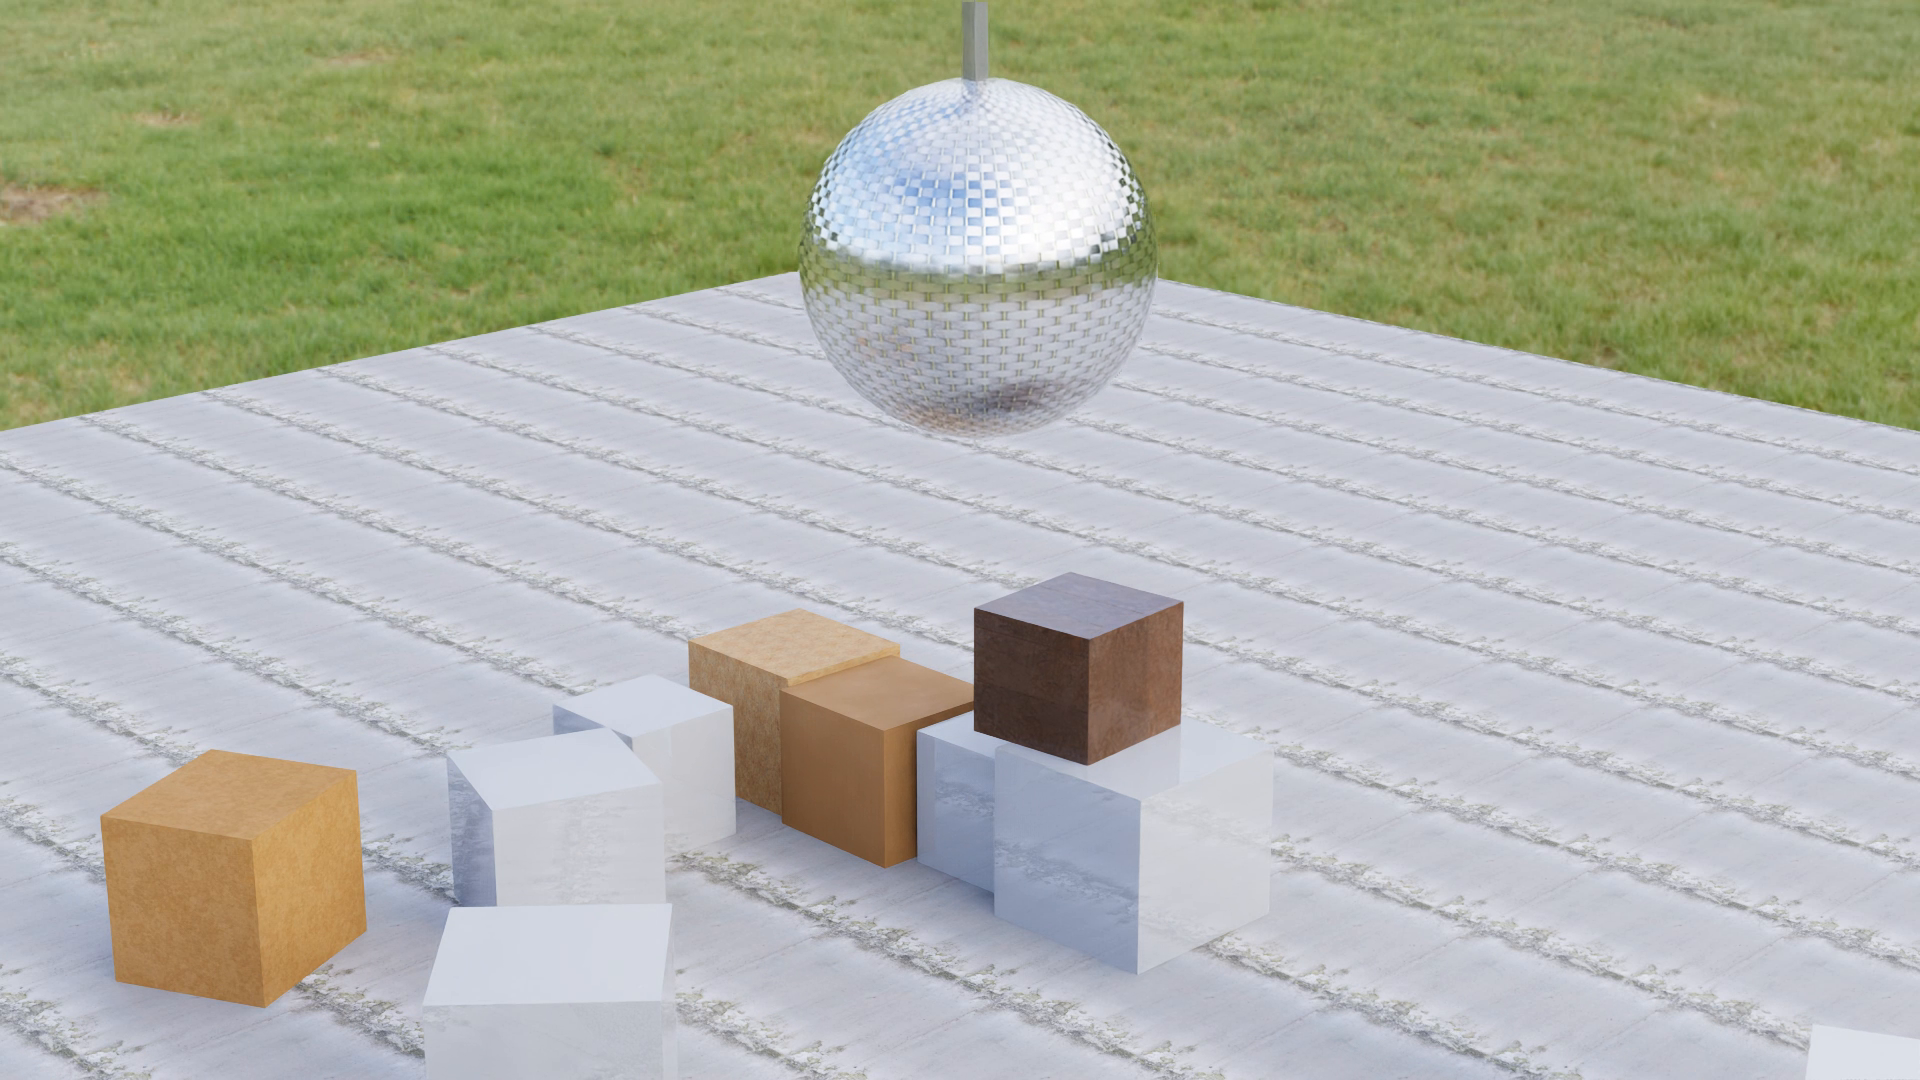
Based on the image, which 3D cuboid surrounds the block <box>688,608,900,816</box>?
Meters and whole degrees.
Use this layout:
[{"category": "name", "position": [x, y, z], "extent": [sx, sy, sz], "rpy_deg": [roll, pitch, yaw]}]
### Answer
[{"category": "block", "position": [-0.813, 0.844, 14.459], "extent": [0.717, 0.720, 0.758], "rpy_deg": [-16, 23, -41]}]

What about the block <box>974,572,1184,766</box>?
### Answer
[{"category": "block", "position": [0.523, 0.557, 12.948], "extent": [0.644, 0.576, 0.669], "rpy_deg": [14, 23, 39]}]

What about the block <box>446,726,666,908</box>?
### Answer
[{"category": "block", "position": [-1.789, 1.326, 12.978], "extent": [0.757, 0.688, 0.737], "rpy_deg": [-8, 19, -23]}]

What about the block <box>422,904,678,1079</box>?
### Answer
[{"category": "block", "position": [-1.494, 1.911, 10.864], "extent": [0.838, 0.839, 0.825], "rpy_deg": [-1, 17, -2]}]

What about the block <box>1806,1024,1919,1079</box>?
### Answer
[{"category": "block", "position": [3.384, 2.126, 10.878], "extent": [0.486, 0.421, 0.478], "rpy_deg": [6, 18, 18]}]

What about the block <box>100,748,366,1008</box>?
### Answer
[{"category": "block", "position": [-3.089, 1.431, 12.532], "extent": [0.733, 0.756, 0.807], "rpy_deg": [6, 19, 19]}]

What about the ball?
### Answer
[{"category": "ball", "position": [0.078, -1.250, 13.030], "extent": [1.600, 1.600, 1.600], "rpy_deg": [0, 17, 0]}]

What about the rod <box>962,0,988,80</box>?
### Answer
[{"category": "rod", "position": [0.034, -4.480, 11.969], "extent": [0.080, 5.200, 0.080], "rpy_deg": [17, 25, 42]}]

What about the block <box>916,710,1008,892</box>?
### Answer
[{"category": "block", "position": [0.246, 1.188, 13.480], "extent": [0.661, 0.650, 0.595], "rpy_deg": [17, 24, 42]}]

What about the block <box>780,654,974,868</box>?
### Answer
[{"category": "block", "position": [-0.340, 1.037, 13.910], "extent": [0.715, 0.680, 0.736], "rpy_deg": [-16, 23, -41]}]

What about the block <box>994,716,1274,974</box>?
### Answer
[{"category": "block", "position": [0.764, 1.284, 12.926], "extent": [0.878, 0.798, 0.850], "rpy_deg": [-17, 24, -42]}]

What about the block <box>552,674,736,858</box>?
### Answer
[{"category": "block", "position": [-1.487, 1.080, 13.830], "extent": [0.591, 0.647, 0.612], "rpy_deg": [-16, 23, -41]}]
